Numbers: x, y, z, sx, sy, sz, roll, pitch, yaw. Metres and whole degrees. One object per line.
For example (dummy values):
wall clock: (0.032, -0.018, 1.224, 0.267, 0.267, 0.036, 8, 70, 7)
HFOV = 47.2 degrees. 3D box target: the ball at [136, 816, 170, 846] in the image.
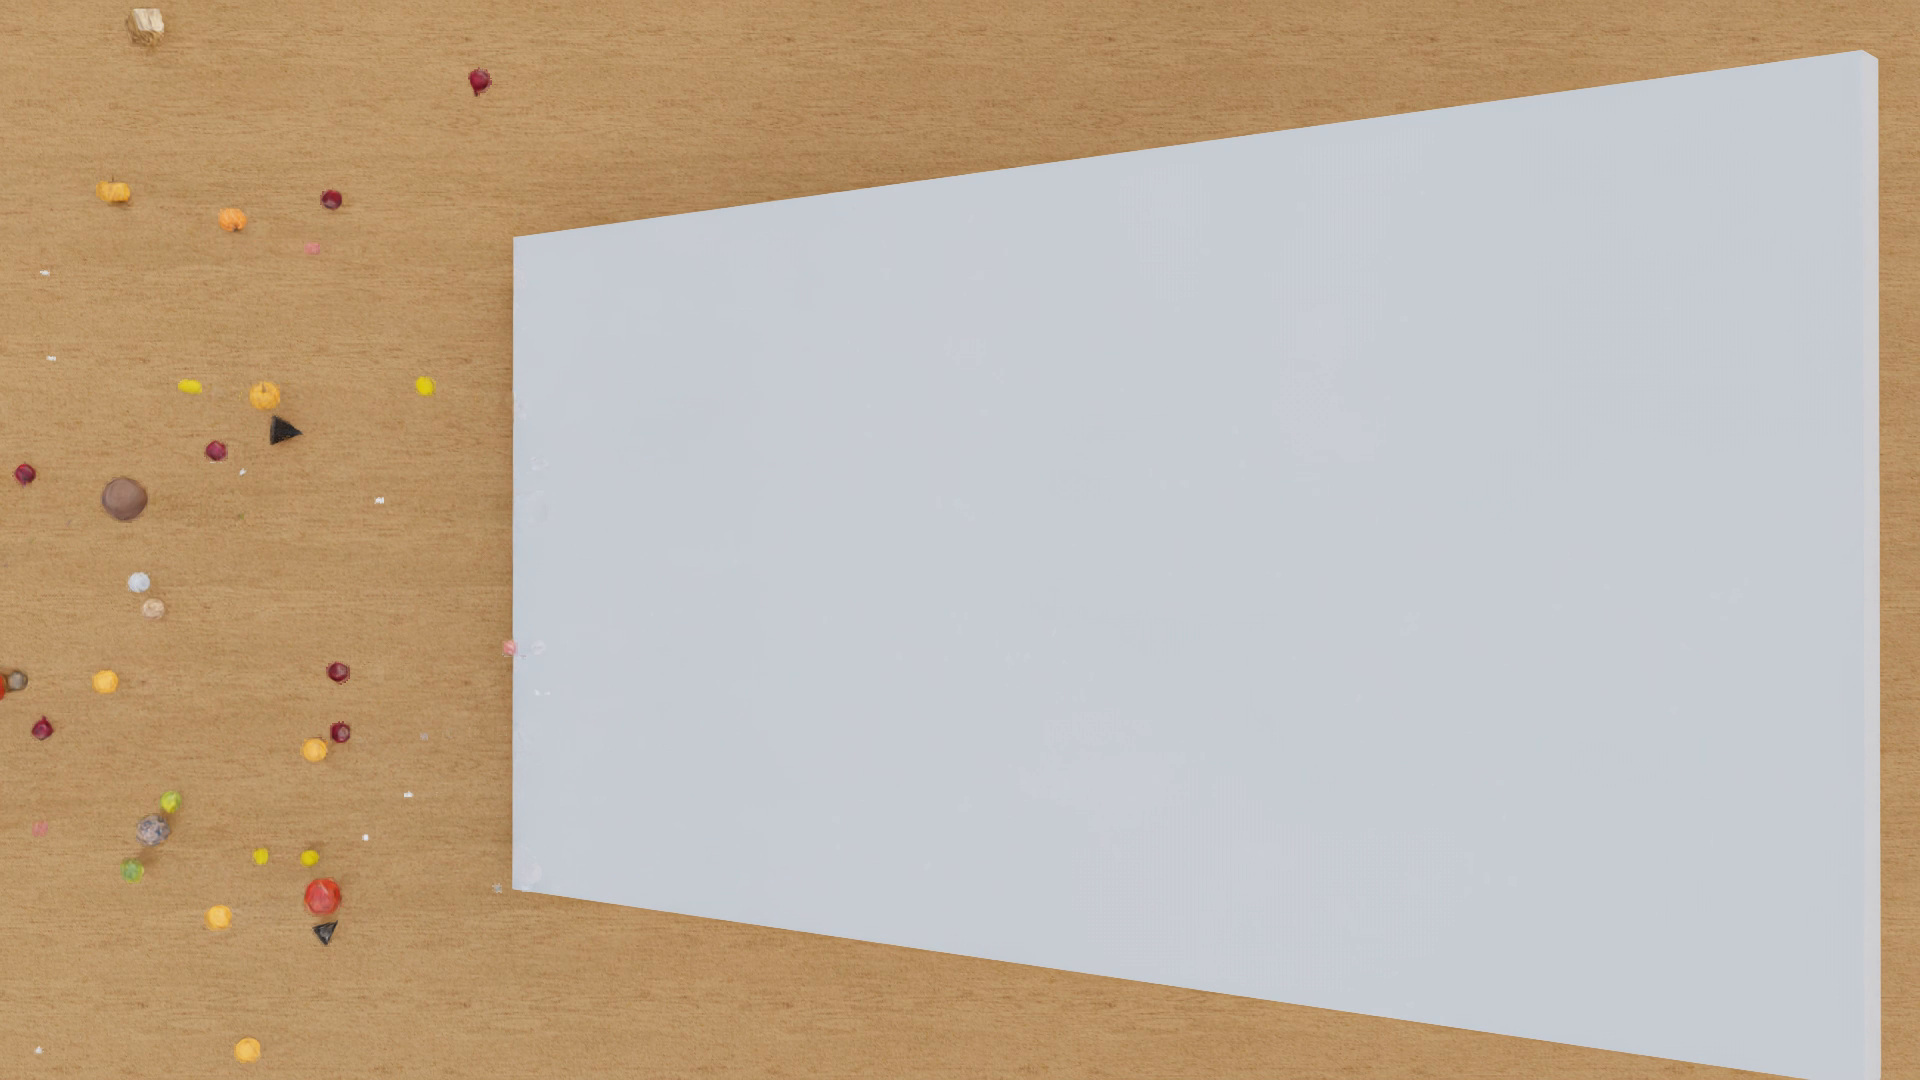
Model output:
ball: (-2.485, 0.895, 6.774, 0.094, 0.094, 0.094, 0, 90, 0)

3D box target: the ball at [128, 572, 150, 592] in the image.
ball: (-2.536, 0.132, 6.795, 0.062, 0.062, 0.062, 0, 90, 0)

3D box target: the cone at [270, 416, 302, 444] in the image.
cone: (-2.081, -0.336, 6.808, 0.093, 0.093, 0.093, 6, 90, -27)

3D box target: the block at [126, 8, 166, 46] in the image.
block: (-2.508, -1.579, 6.770, 0.080, 0.080, 0.080, -7, 69, -39)

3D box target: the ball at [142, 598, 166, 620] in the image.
ball: (-2.491, 0.214, 6.791, 0.069, 0.069, 0.069, 0, 90, 0)

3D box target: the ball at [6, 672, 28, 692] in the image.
ball: (-2.912, 0.437, 6.794, 0.060, 0.060, 0.060, 0, 90, 0)

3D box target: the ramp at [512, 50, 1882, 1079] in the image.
ramp: (0.217, 0.062, 5.532, 4.000, 0.100, 2.000, 0, 90, 39)

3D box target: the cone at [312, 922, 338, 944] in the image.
cone: (-1.952, 1.202, 6.803, 0.070, 0.070, 0.070, -38, 90, -27)
